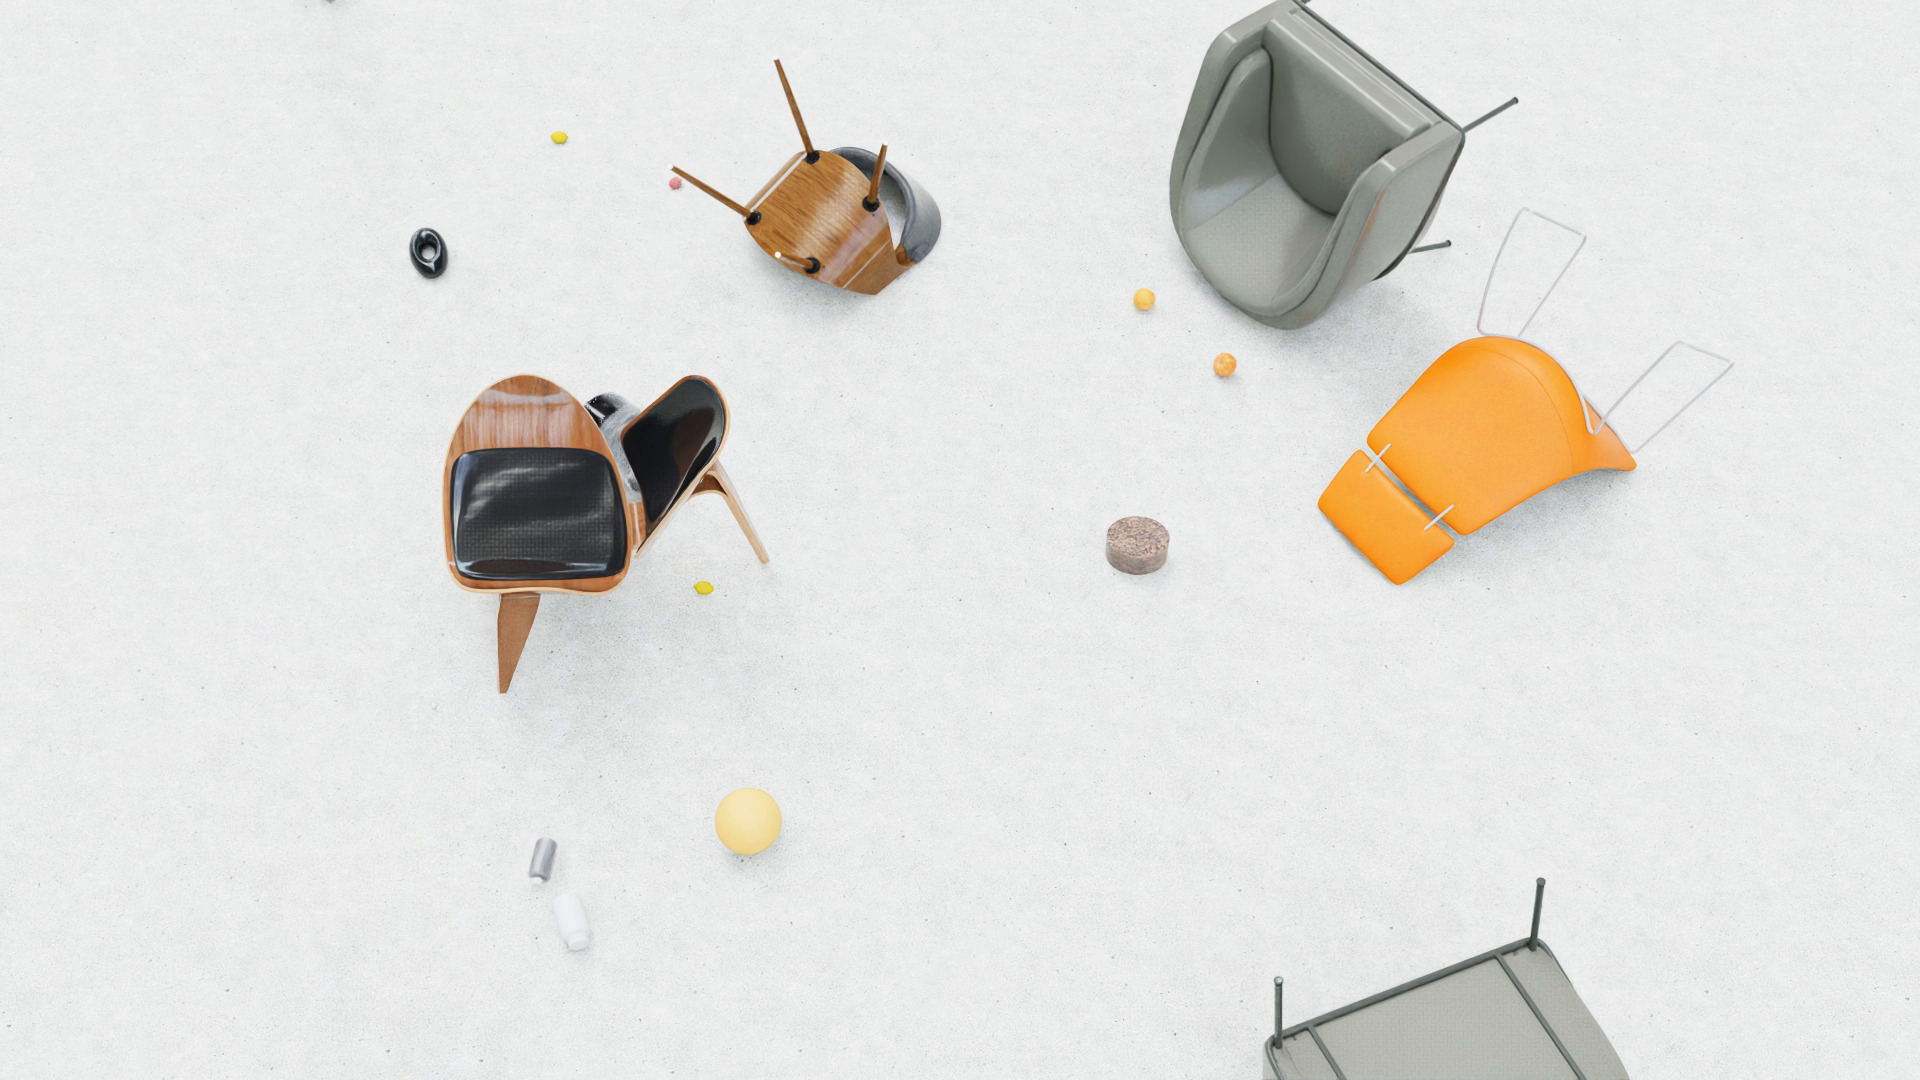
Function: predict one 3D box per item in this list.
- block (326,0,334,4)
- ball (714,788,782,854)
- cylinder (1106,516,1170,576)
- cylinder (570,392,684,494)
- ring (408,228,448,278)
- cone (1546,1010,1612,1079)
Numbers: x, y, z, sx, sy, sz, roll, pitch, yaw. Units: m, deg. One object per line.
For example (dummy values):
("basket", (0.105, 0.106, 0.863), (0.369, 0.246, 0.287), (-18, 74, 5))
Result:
("block", (-2.266, -2.043, 7.884), (0.168, 0.101, 0.166), (32, 62, 20))
("ball", (-0.573, 0.761, 5.954), (0.182, 0.182, 0.182), (0, 56, 0))
("cylinder", (0.524, 0.016, 6.506), (0.186, 0.094, 0.148), (3, 56, 2))
("cylinder", (-1.002, -0.293, 6.626), (0.247, 0.258, 0.206), (36, 100, 21))
("ring", (-1.732, -0.936, 7.169), (0.125, 0.056, 0.217), (-15, 57, -8))
("cone", (1.579, 1.323, 5.659), (0.144, 0.096, 0.206), (-17, 58, 11))
